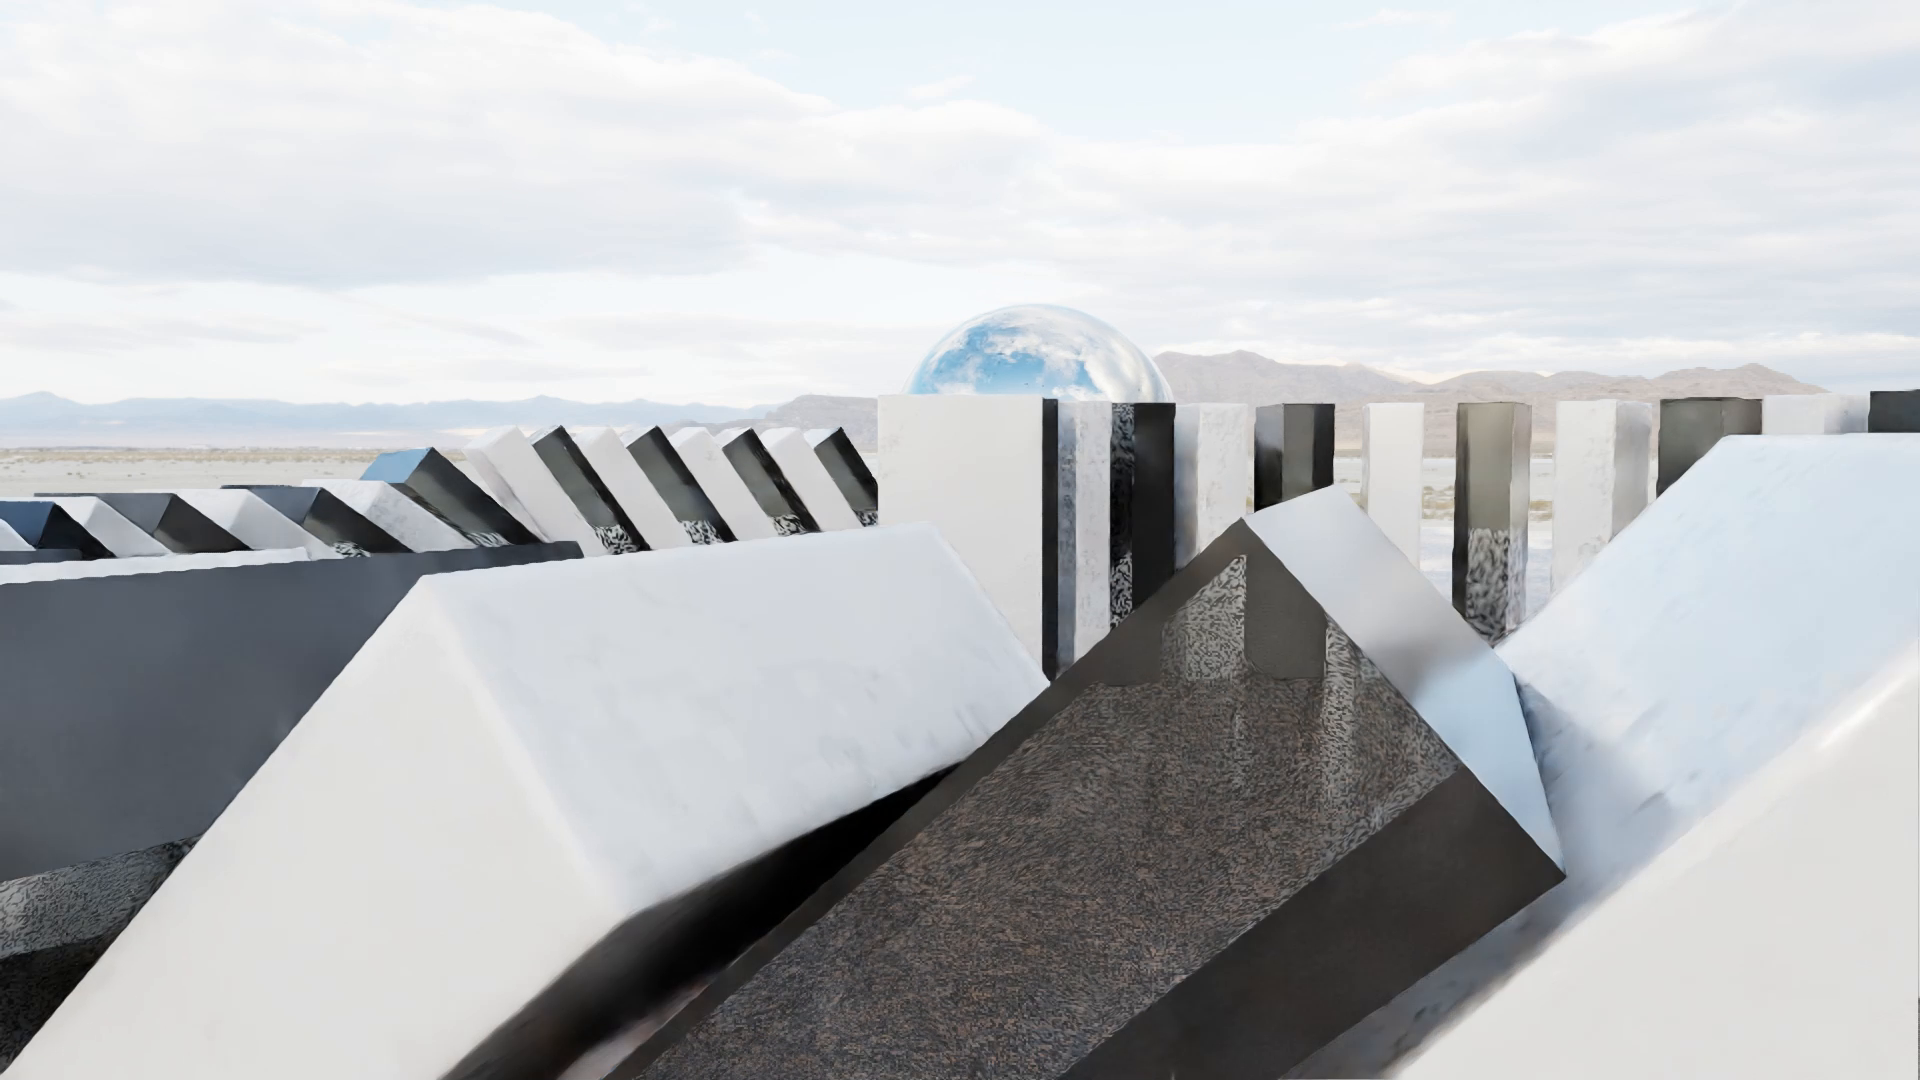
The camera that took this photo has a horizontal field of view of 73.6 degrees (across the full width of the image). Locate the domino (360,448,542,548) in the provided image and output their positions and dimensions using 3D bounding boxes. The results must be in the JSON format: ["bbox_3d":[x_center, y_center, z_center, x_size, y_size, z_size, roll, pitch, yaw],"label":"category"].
[{"bbox_3d":[-0.106,0.000,0.284,0.025,0.009,0.050,-1,-39,43],"label":"domino"}]

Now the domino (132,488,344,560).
[{"bbox_3d":[-0.121,0.008,0.230,0.025,0.010,0.050,1,-28,19],"label":"domino"}]

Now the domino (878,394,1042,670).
[{"bbox_3d":[0.000,0.002,0.201,0.025,0.050,0.009,0,4,0],"label":"domino"}]

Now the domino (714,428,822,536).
[{"bbox_3d":[-0.048,-0.006,0.337,0.010,0.050,0.025,-38,18,-17],"label":"domino"}]

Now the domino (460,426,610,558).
[{"bbox_3d":[-0.097,-0.004,0.304,0.010,0.050,0.025,-40,22,-22],"label":"domino"}]

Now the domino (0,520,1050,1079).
[{"bbox_3d":[-0.021,0.019,0.051,0.050,0.009,0.025,-42,-15,24],"label":"domino"}]

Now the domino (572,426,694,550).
[{"bbox_3d":[-0.080,-0.005,0.321,0.009,0.050,0.025,-39,20,-20],"label":"domino"}]

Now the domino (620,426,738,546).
[{"bbox_3d":[-0.069,-0.005,0.327,0.010,0.050,0.025,-39,19,-20],"label":"domino"}]

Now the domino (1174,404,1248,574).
[{"bbox_3d":[0.047,-0.001,0.252,0.009,0.050,0.025,-1,4,-11],"label":"domino"}]

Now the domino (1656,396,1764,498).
[{"bbox_3d":[0.129,0.001,0.219,0.025,0.050,0.009,-3,5,-39],"label":"domino"}]

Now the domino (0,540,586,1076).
[{"bbox_3d":[-0.038,0.019,0.058,0.050,0.009,0.025,-42,-19,29],"label":"domino"}]

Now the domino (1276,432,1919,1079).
[{"bbox_3d":[0.014,0.018,0.043,0.009,0.050,0.025,45,12,6],"label":"domino"}]

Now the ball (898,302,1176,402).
[{"bbox_3d":[0.020,-0.023,0.346,0.080,0.080,0.080,0,4,0],"label":"ball"}]

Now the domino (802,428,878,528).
[{"bbox_3d":[-0.026,-0.007,0.345,0.009,0.050,0.025,-38,18,-17],"label":"domino"}]

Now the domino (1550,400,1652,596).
[{"bbox_3d":[0.116,0.000,0.232,0.010,0.050,0.025,4,6,41],"label":"domino"}]

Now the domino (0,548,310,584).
[{"bbox_3d":[-0.054,0.019,0.067,0.025,0.009,0.050,-5,-30,-50],"label":"domino"}]

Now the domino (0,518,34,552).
[{"bbox_3d":[-0.119,0.013,0.156,0.025,0.009,0.050,-1,-29,-7],"label":"domino"}]

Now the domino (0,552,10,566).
[{"bbox_3d":[-0.111,0.015,0.138,0.025,0.010,0.050,-1,-29,-16],"label":"domino"}]

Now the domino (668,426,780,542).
[{"bbox_3d":[-0.058,-0.006,0.332,0.009,0.050,0.025,-38,18,-18],"label":"domino"}]

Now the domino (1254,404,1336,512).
[{"bbox_3d":[0.065,-0.001,0.253,0.010,0.050,0.025,0,4,1],"label":"domino"}]

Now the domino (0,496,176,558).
[{"bbox_3d":[-0.125,0.010,0.193,0.025,0.010,0.050,0,-29,8],"label":"domino"}]

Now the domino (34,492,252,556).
[{"bbox_3d":[-0.124,0.009,0.211,0.025,0.009,0.050,1,-29,13],"label":"domino"}]

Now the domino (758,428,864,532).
[{"bbox_3d":[-0.037,-0.006,0.340,0.010,0.050,0.025,-38,18,-17],"label":"domino"}]

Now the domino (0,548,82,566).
[{"bbox_3d":[-0.069,0.018,0.077,0.025,0.009,0.050,-4,-30,-41],"label":"domino"}]

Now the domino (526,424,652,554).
[{"bbox_3d":[-0.089,-0.004,0.314,0.009,0.050,0.025,-39,20,-20],"label":"domino"}]

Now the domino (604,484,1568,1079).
[{"bbox_3d":[-0.004,0.019,0.046,0.050,0.009,0.025,-44,-11,18],"label":"domino"}]

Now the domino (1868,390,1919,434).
[{"bbox_3d":[0.145,0.004,0.185,0.025,0.050,0.010,-1,4,-13],"label":"domino"}]

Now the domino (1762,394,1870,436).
[{"bbox_3d":[0.139,0.002,0.203,0.025,0.050,0.010,-2,5,-24],"label":"domino"}]

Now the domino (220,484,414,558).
[{"bbox_3d":[-0.116,0.006,0.248,0.025,0.009,0.050,2,-28,23],"label":"domino"}]

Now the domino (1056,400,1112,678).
[{"bbox_3d":[0.014,0.000,0.234,0.025,0.050,0.009,4,6,44],"label":"domino"}]

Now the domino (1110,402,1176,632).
[{"bbox_3d":[0.029,-0.001,0.245,0.009,0.050,0.025,-2,5,-30],"label":"domino"}]

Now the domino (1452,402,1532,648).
[{"bbox_3d":[0.101,-0.001,0.243,0.009,0.050,0.025,3,5,31],"label":"domino"}]

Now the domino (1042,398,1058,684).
[{"bbox_3d":[0.003,0.001,0.219,0.025,0.050,0.010,2,5,27],"label":"domino"}]

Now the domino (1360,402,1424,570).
[{"bbox_3d":[0.084,-0.001,0.251,0.009,0.050,0.025,1,4,14],"label":"domino"}]

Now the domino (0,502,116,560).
[{"bbox_3d":[-0.122,0.012,0.174,0.025,0.009,0.050,0,-29,-2],"label":"domino"}]

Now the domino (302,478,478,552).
[{"bbox_3d":[-0.111,0.005,0.266,0.025,0.010,0.050,3,-29,31],"label":"domino"}]
